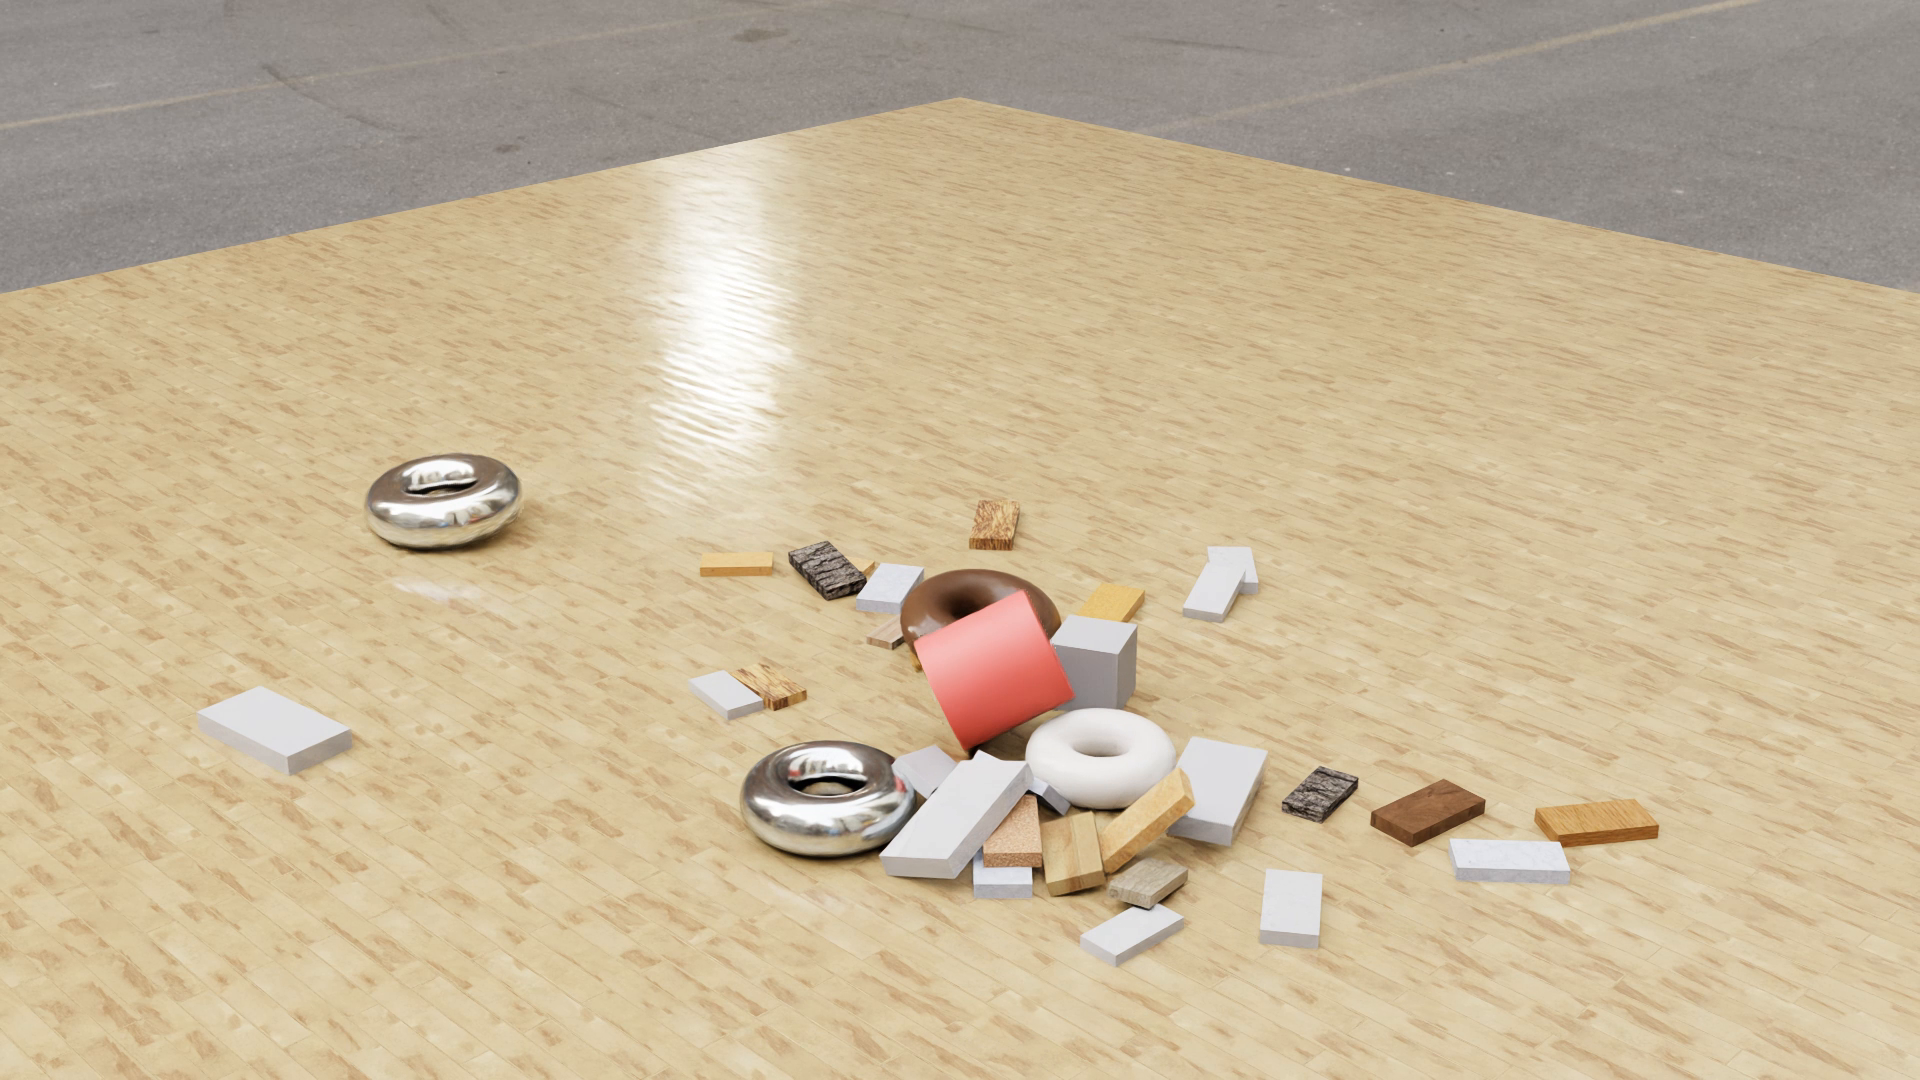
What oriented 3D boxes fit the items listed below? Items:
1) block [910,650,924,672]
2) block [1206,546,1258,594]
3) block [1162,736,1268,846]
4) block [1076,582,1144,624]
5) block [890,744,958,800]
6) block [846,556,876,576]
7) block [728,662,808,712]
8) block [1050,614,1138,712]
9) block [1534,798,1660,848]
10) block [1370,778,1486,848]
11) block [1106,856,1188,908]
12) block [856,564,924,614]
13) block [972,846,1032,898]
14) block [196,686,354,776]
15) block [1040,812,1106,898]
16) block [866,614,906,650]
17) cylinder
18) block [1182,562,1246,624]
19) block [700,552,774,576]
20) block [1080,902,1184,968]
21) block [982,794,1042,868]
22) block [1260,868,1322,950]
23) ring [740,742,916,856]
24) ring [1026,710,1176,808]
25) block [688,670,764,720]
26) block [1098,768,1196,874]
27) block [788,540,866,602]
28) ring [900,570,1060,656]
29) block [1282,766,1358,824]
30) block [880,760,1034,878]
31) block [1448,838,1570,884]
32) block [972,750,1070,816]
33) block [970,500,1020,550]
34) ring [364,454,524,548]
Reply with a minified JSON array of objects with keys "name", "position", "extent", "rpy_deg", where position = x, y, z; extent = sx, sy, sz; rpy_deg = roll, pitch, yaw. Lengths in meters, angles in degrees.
[{"name":"block","position":[-0.041,0.273,5.088],"extent":[0.143,0.020,0.072],"rpy_deg":[-5,25,-11]},{"name":"block","position":[0.686,0.075,5.543],"extent":[0.111,0.031,0.222],"rpy_deg":[1,23,2]},{"name":"block","position":[0.506,0.503,4.433],"extent":[0.162,0.046,0.328],"rpy_deg":[9,24,17]},{"name":"block","position":[0.361,0.168,5.324],"extent":[0.111,0.031,0.222],"rpy_deg":[9,25,20]},{"name":"block","position":[-0.058,0.472,4.478],"extent":[0.099,0.028,0.199],"rpy_deg":[39,15,16]},{"name":"block","position":[-0.296,0.065,5.583],"extent":[0.143,0.020,0.072],"rpy_deg":[9,25,20]},{"name":"block","position":[-0.434,0.329,4.952],"extent":[0.090,0.026,0.180],"rpy_deg":[-17,29,-35]},{"name":"block","position":[0.295,0.281,4.894],"extent":[0.160,0.160,0.160],"rpy_deg":[8,24,18]},{"name":"block","position":[1.270,0.565,4.390],"extent":[0.213,0.030,0.107],"rpy_deg":[-4,23,-10]},{"name":"block","position":[0.943,0.549,4.428],"extent":[0.220,0.031,0.110],"rpy_deg":[-17,28,-35]},{"name":"block","position":[0.356,0.647,4.160],"extent":[0.089,0.025,0.177],"rpy_deg":[12,15,27]},{"name":"block","position":[-0.172,0.120,5.439],"extent":[0.111,0.031,0.222],"rpy_deg":[6,24,13]},{"name":"block","position":[0.081,0.620,4.258],"extent":[0.112,0.032,0.223],"rpy_deg":[0,23,0]},{"name":"block","position":[-1.477,0.409,4.739],"extent":[0.324,0.046,0.162],"rpy_deg":[17,29,35]},{"name":"block","position":[0.217,0.606,4.257],"extent":[0.110,0.031,0.220],"rpy_deg":[-14,23,4]},{"name":"block","position":[-0.153,0.219,5.220],"extent":[0.072,0.020,0.143],"rpy_deg":[13,26,28]},{"name":"cylinder","position":[0.074,0.276,4.675],"extent":[0.257,0.257,0.257],"rpy_deg":[-26,24,2]},{"name":"block","position":[0.622,0.129,5.373],"extent":[0.099,0.028,0.200],"rpy_deg":[9,36,21]},{"name":"block","position":[-0.566,0.062,5.583],"extent":[0.180,0.026,0.090],"rpy_deg":[-1,23,-2]},{"name":"block","position":[0.316,0.719,4.033],"extent":[0.184,0.025,0.089],"rpy_deg":[-20,30,-39]},{"name":"block","position":[0.099,0.568,4.301],"extent":[0.112,0.032,0.223],"rpy_deg":[0,23,-1]},{"name":"block","position":[0.619,0.687,4.104],"extent":[0.107,0.030,0.213],"rpy_deg":[4,23,10]},{"name":"ring","position":[-0.264,0.514,4.400],"extent":[0.356,0.119,0.356],"rpy_deg":[1,22,0]},{"name":"ring","position":[0.292,0.452,4.565],"extent":[0.315,0.105,0.315],"rpy_deg":[0,24,0]},{"name":"block","position":[-0.523,0.346,4.913],"extent":[0.090,0.025,0.180],"rpy_deg":[-15,27,-31]},{"name":"block","position":[0.357,0.543,4.257],"extent":[0.220,0.031,0.110],"rpy_deg":[-42,18,14]},{"name":"block","position":[-0.332,0.075,5.506],"extent":[0.111,0.031,0.222],"rpy_deg":[-17,33,-23]},{"name":"ring","position":[0.049,0.193,5.084],"extent":[0.375,0.125,0.375],"rpy_deg":[4,30,-2]},{"name":"block","position":[0.738,0.521,4.502],"extent":[0.089,0.025,0.177],"rpy_deg":[15,27,31]},{"name":"block","position":[-0.003,0.542,4.298],"extent":[0.162,0.046,0.324],"rpy_deg":[-3,28,36]},{"name":"block","position":[1.062,0.622,4.256],"extent":[0.213,0.030,0.107],"rpy_deg":[1,23,3]},{"name":"block","position":[0.124,0.494,4.477],"extent":[0.199,0.099,0.028],"rpy_deg":[22,73,41]},{"name":"block","position":[0.093,-0.040,5.815],"extent":[0.111,0.031,0.264],"rpy_deg":[2,23,6]},{"name":"ring","position":[-1.365,-0.106,5.815],"extent":[0.414,0.138,0.414],"rpy_deg":[-2,26,1]}]
